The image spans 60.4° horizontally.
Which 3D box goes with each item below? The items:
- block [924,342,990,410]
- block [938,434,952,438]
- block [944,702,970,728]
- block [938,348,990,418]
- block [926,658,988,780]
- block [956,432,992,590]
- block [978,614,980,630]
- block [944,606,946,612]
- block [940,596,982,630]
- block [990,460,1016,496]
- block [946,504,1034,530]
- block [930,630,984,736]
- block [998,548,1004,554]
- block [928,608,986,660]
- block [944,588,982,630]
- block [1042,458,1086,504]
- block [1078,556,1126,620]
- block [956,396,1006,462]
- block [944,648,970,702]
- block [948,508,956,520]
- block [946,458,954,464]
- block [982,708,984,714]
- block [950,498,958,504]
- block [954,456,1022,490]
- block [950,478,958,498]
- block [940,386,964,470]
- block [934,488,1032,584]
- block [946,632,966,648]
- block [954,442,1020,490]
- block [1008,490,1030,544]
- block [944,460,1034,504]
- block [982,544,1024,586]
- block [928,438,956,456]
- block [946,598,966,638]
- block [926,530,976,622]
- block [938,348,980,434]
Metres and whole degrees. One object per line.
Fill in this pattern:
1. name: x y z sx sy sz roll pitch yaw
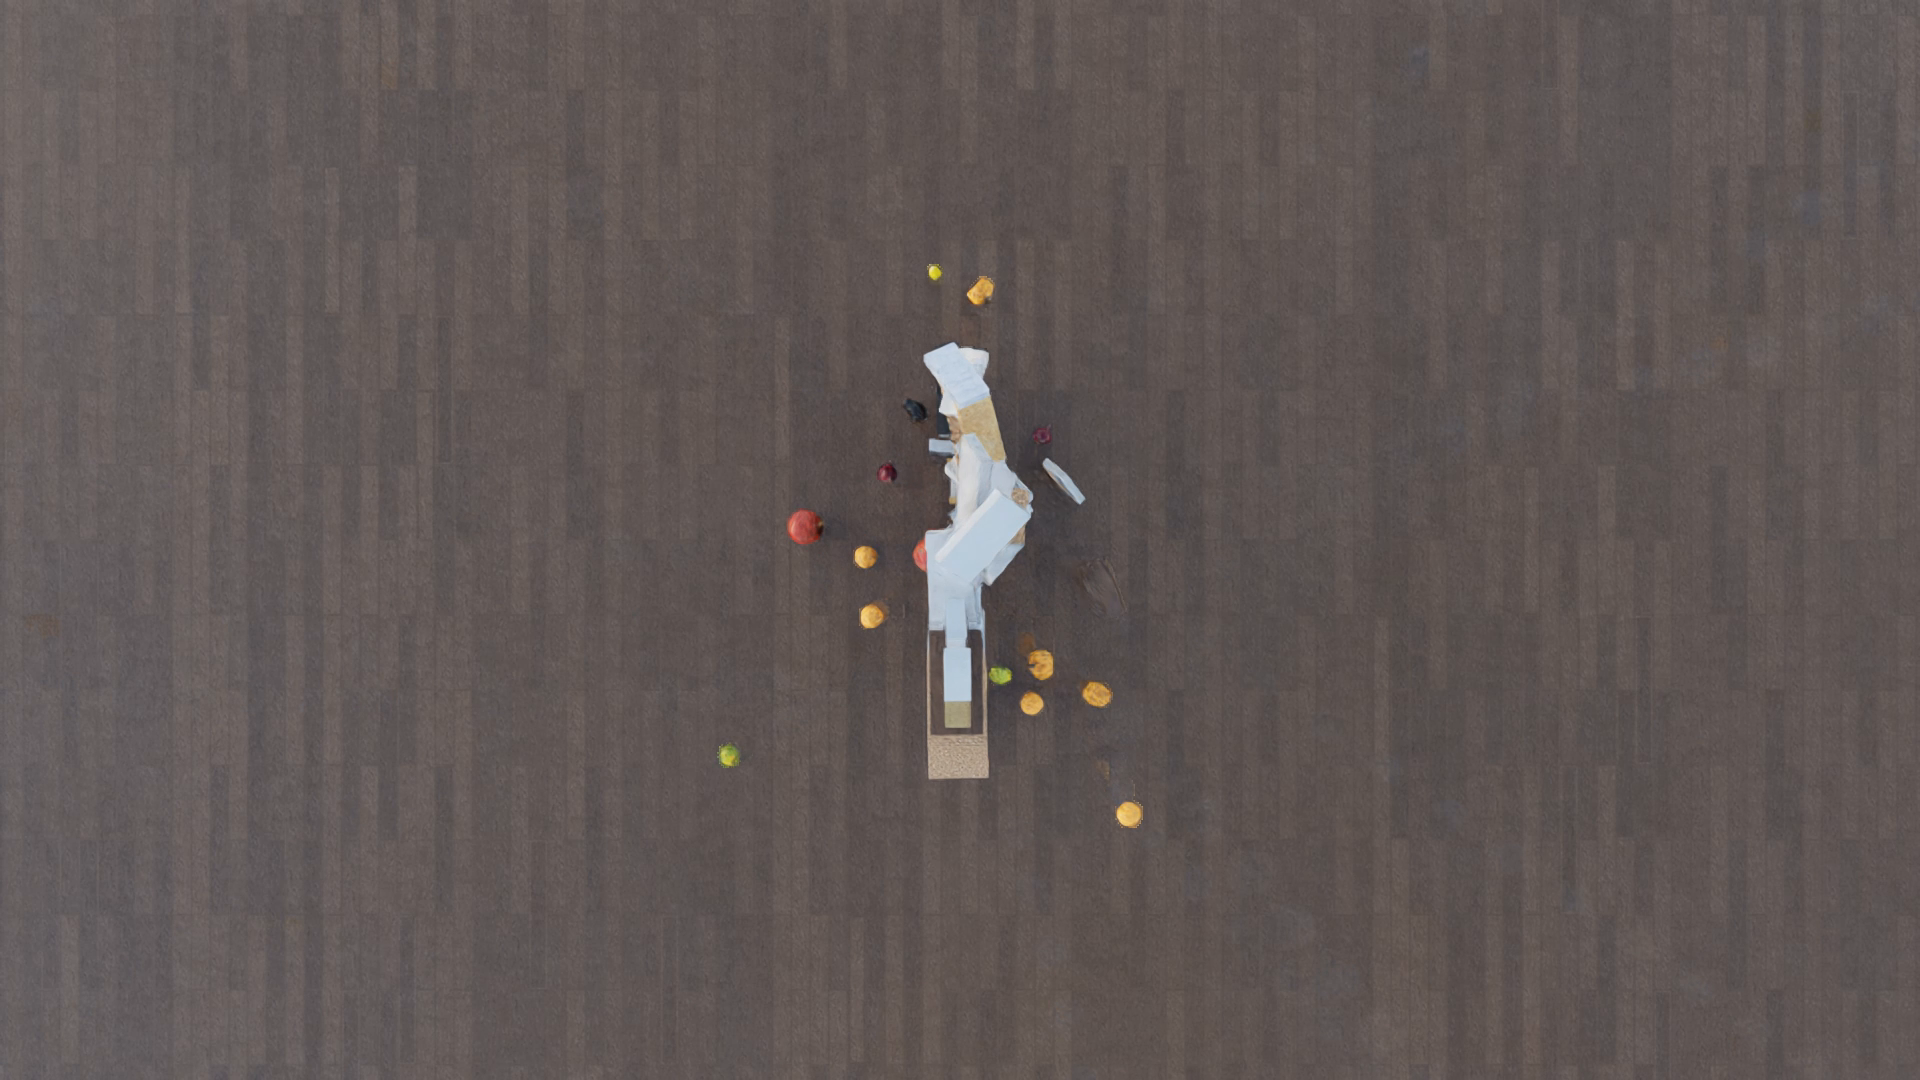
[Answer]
1. block: -0.011 -0.495 4.962 0.106 0.030 0.212 -26 62 -18
2. block: -0.004 -0.369 5.364 0.135 0.269 0.038 0 86 0
3. block: -0.006 0.466 4.550 0.072 0.144 0.020 0 47 0
4. block: 0.013 -0.481 5.060 0.106 0.030 0.212 13 84 41
5. block: -0.008 0.539 4.974 0.179 0.051 0.357 -1 80 0
6. block: 0.034 -0.074 4.692 0.036 0.129 0.481 -14 135 -19
7. block: 0.013 0.235 4.955 0.095 0.190 0.027 0 107 0
8. block: -0.014 0.241 4.632 0.054 0.015 0.108 -1 96 1
9. block: 0.001 0.174 5.066 0.129 0.036 0.257 -2 92 0
10. block: 0.118 -0.166 4.934 0.083 0.166 0.023 31 124 -10
11. block: 0.091 -0.063 5.231 0.134 0.313 0.038 -44 111 -26
12. block: -0.010 0.402 4.649 0.148 0.042 0.295 -1 80 0
13. block: 0.099 -0.050 4.965 0.083 0.023 0.166 23 123 25
14. block: -0.011 0.335 5.192 0.179 0.357 0.051 -1 121 1
15. block: 0.007 0.220 4.846 0.095 0.027 0.190 6 92 0
16. block: 0.333 -0.187 5.294 0.026 0.185 0.093 -47 55 -3
17. block: 0.449 0.154 5.225 0.093 0.026 0.185 -20 90 17
18. block: 0.062 -0.333 4.987 0.106 0.030 0.212 -18 103 -13
19. block: -0.007 0.367 4.490 0.072 0.020 0.144 -1 80 0
20. block: 0.013 -0.060 5.376 0.054 0.015 0.107 -46 113 -26
21. block: -0.005 -0.259 5.426 0.073 0.147 0.021 1 91 -1
22. block: -0.006 0.517 4.801 0.148 0.295 0.042 -1 82 0
23. block: 0.003 -0.131 5.425 0.073 0.147 0.021 -1 92 1
24. block: 0.086 -0.199 5.114 0.113 0.032 0.226 -28 58 -15
25. block: 0.004 -0.191 5.434 0.073 0.147 0.021 -1 125 0
26. block: 0.024 -0.358 5.115 0.113 0.032 0.391 -11 74 -5
27. block: 0.063 -0.010 4.518 0.257 0.036 0.129 -48 129 11
28. block: -0.010 0.311 4.622 0.054 0.015 0.108 0 94 1
29. block: 0.085 -0.213 5.035 0.113 0.032 0.226 -23 76 -14
30. block: 0.160 -0.071 5.004 0.083 0.023 0.166 0 104 -22
31. block: 0.090 -0.179 5.143 0.134 0.038 0.267 -37 61 -20
32. block: 0.130 0.045 5.068 0.026 0.093 0.185 28 62 27
33. block: -0.032 -0.296 5.366 0.134 0.267 0.038 7 91 0
34. block: -0.011 0.219 4.598 0.054 0.015 0.108 -3 85 0
35. block: -0.025 0.101 4.637 0.129 0.036 0.257 -1 106 6
36. block: -0.004 -0.469 5.210 0.135 0.038 0.269 0 90 0
